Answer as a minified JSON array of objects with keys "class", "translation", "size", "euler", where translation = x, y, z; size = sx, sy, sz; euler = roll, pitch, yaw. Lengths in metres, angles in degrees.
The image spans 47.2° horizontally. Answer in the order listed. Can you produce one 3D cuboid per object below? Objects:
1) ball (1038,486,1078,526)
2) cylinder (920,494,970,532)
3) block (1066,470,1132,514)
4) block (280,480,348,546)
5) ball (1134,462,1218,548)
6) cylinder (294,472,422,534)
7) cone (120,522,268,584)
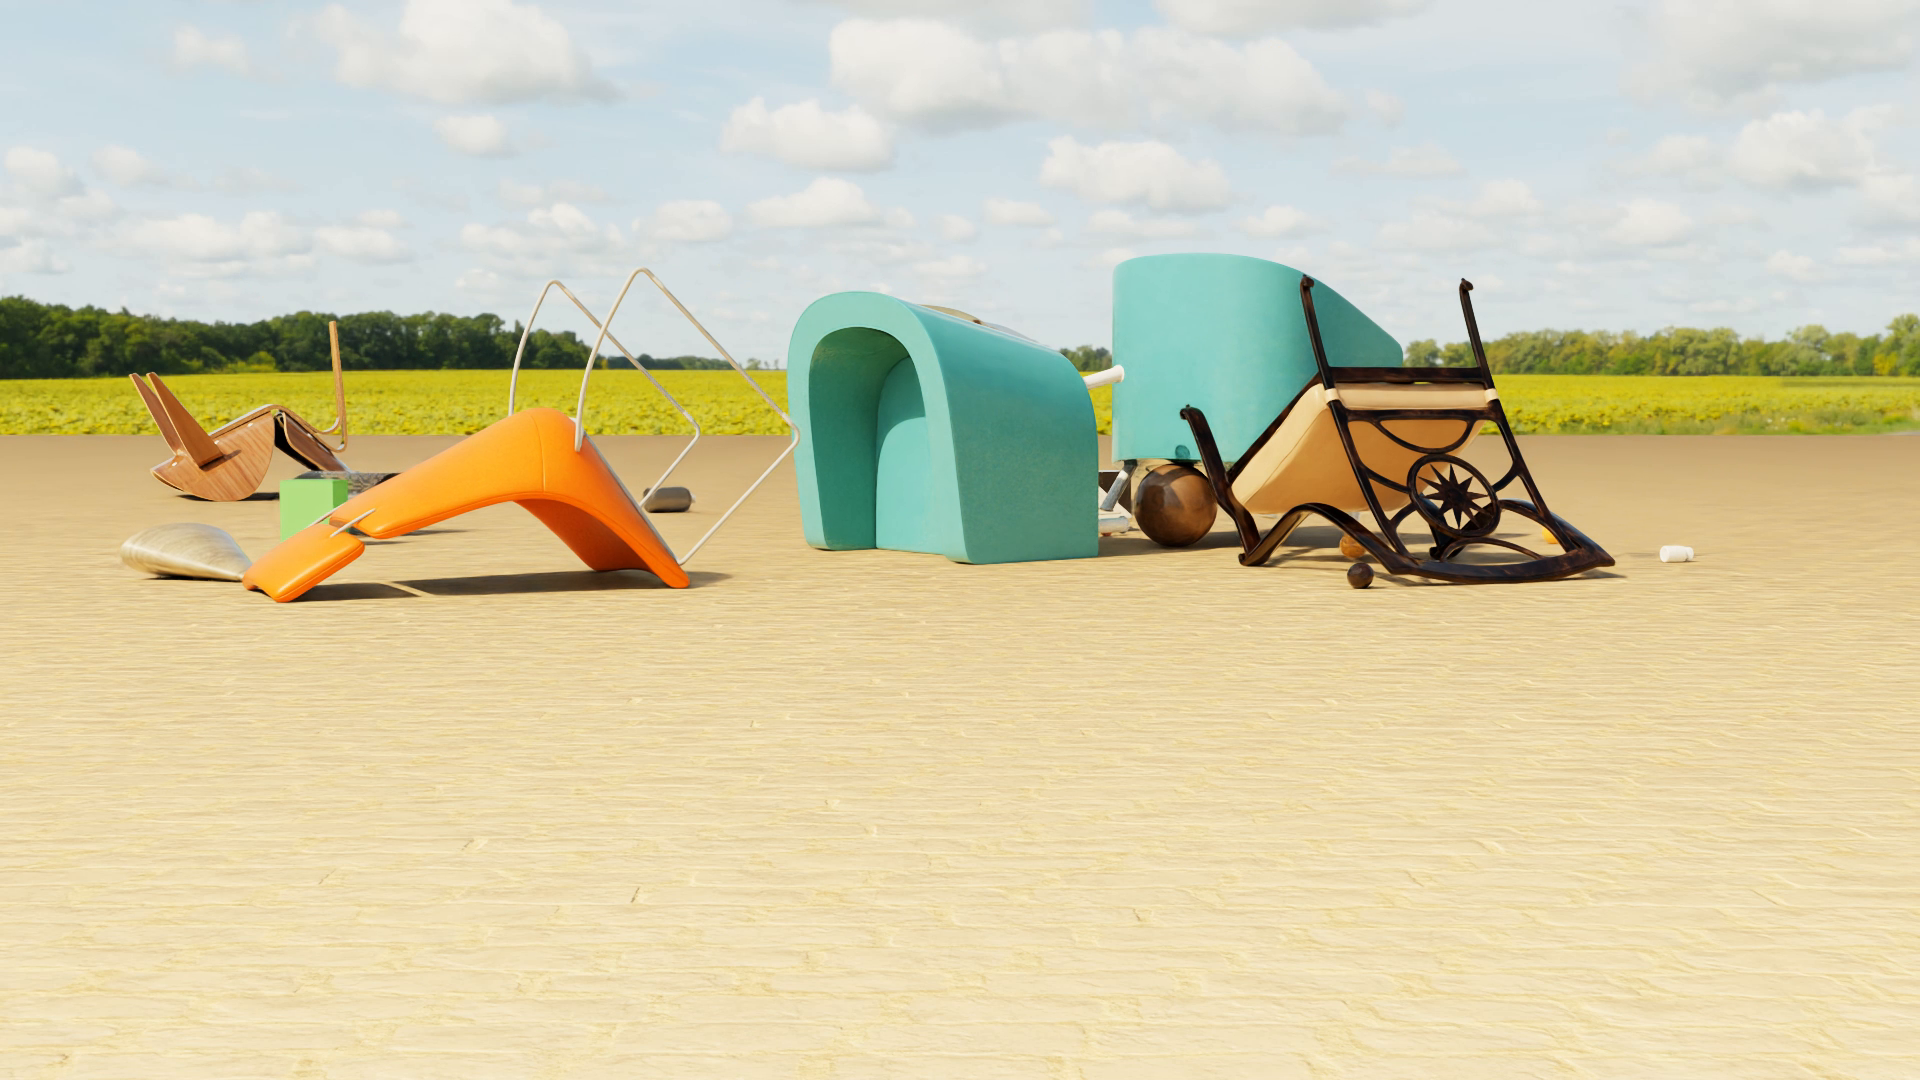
[{"class":"ball","translation":[0.323,-0.112,7.253],"size":[0.127,0.127,0.127],"euler":[0,4,0]},{"class":"cylinder","translation":[-0.046,-0.085,6.930],"size":[0.154,0.106,0.084],"euler":[27,9,9]},{"class":"block","translation":[0.500,-0.173,7.944],"size":[0.209,0.153,0.111],"euler":[-1,4,-20]},{"class":"block","translation":[-1.854,-0.078,6.316],"size":[0.158,0.188,0.106],"euler":[1,4,7]},{"class":"ball","translation":[0.611,-0.099,6.236],"size":[0.240,0.240,0.240],"euler":[0,4,0]},{"class":"cylinder","translation":[-1.884,-0.115,6.827],"size":[0.308,0.191,0.289],"euler":[1,6,18]},{"class":"cone","translation":[-1.737,0.061,5.181],"size":[0.351,0.131,0.315],"euler":[16,11,35]}]
